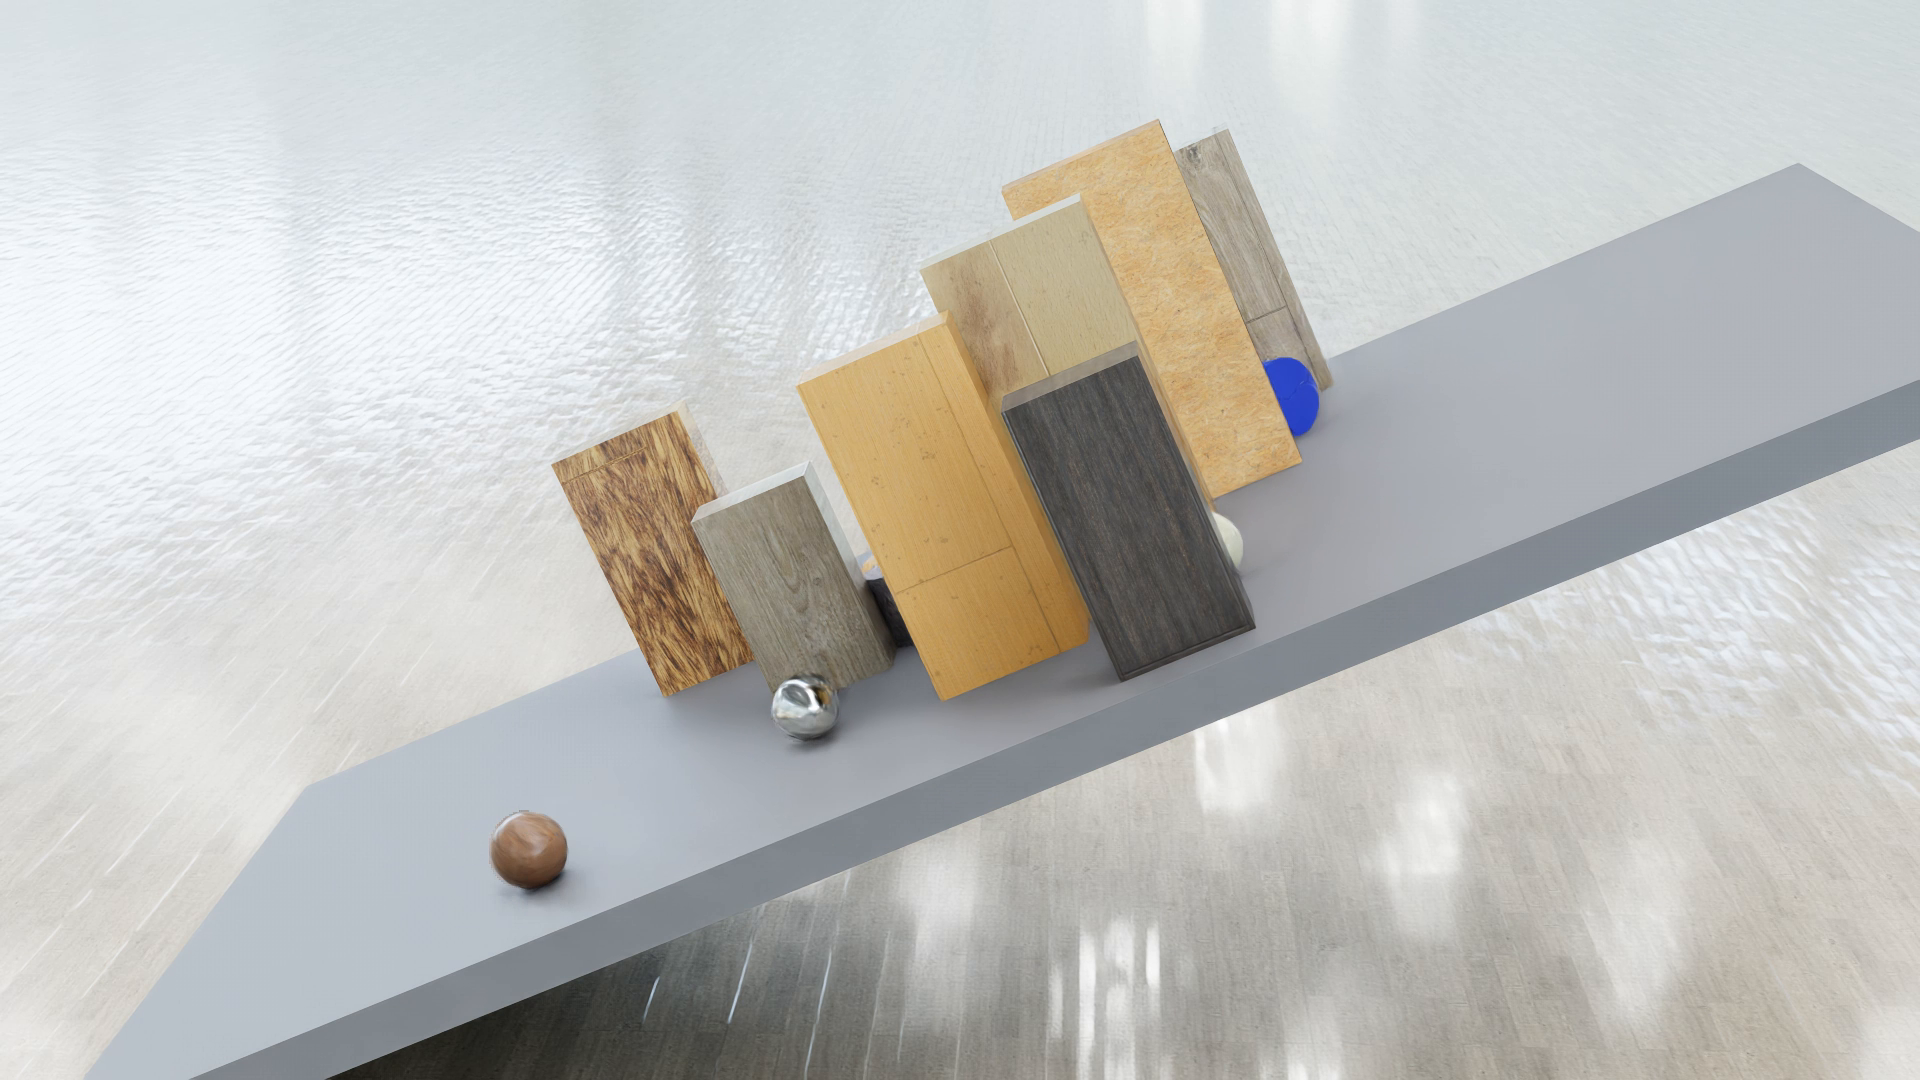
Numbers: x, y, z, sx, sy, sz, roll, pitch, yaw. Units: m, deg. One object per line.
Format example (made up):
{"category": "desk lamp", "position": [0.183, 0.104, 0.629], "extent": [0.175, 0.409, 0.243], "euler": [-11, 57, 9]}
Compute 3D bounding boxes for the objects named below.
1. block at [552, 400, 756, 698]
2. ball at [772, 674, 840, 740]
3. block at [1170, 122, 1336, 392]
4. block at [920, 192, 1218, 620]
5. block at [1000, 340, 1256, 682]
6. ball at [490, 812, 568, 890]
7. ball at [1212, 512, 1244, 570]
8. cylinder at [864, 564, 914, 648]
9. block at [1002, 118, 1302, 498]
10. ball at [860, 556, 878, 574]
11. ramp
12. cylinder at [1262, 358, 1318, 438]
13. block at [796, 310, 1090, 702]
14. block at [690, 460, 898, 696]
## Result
{"category": "block", "position": [-0.656, 0.020, 6.750], "extent": [0.317, 0.601, 0.124], "euler": [-23, 13, 8]}
{"category": "ball", "position": [-0.308, 0.335, 5.893], "extent": [0.135, 0.135, 0.135], "euler": [0, 15, 0]}
{"category": "block", "position": [0.626, -0.615, 6.843], "extent": [0.259, 0.650, 0.119], "euler": [-23, 13, 8]}
{"category": "block", "position": [0.235, -0.255, 5.811], "extent": [0.339, 0.779, 0.114], "euler": [-23, 13, 8]}
{"category": "block", "position": [0.309, -0.052, 5.372], "extent": [0.266, 0.550, 0.144], "euler": [-23, 13, 8]}
{"category": "ball", "position": [-0.841, 0.606, 5.741], "extent": [0.150, 0.150, 0.150], "euler": [0, 15, 0]}
{"category": "ball", "position": [0.479, 0.017, 5.710], "extent": [0.142, 0.142, 0.142], "euler": [0, 15, 0]}
{"category": "cylinder", "position": [-0.101, 0.121, 6.315], "extent": [0.163, 0.163, 0.163], "euler": [-23, 13, 6]}
{"category": "block", "position": [0.413, -0.462, 6.299], "extent": [0.361, 0.790, 0.095], "euler": [-23, 13, 8]}
{"category": "ball", "position": [-0.157, 0.096, 6.563], "extent": [0.143, 0.143, 0.143], "euler": [0, 15, 0]}
{"category": "ramp", "position": [0.131, 0.170, 6.285], "extent": [4.000, 0.100, 2.000], "euler": [-23, 13, 8]}
{"category": "cylinder", "position": [0.675, -0.309, 6.585], "extent": [0.180, 0.180, 0.180], "euler": [-12, 3, -37]}
{"category": "block", "position": [-0.029, -0.065, 5.736], "extent": [0.315, 0.688, 0.134], "euler": [-23, 13, 8]}
{"category": "block", "position": [-0.347, 0.098, 6.203], "extent": [0.259, 0.451, 0.141], "euler": [-23, 13, 8]}
